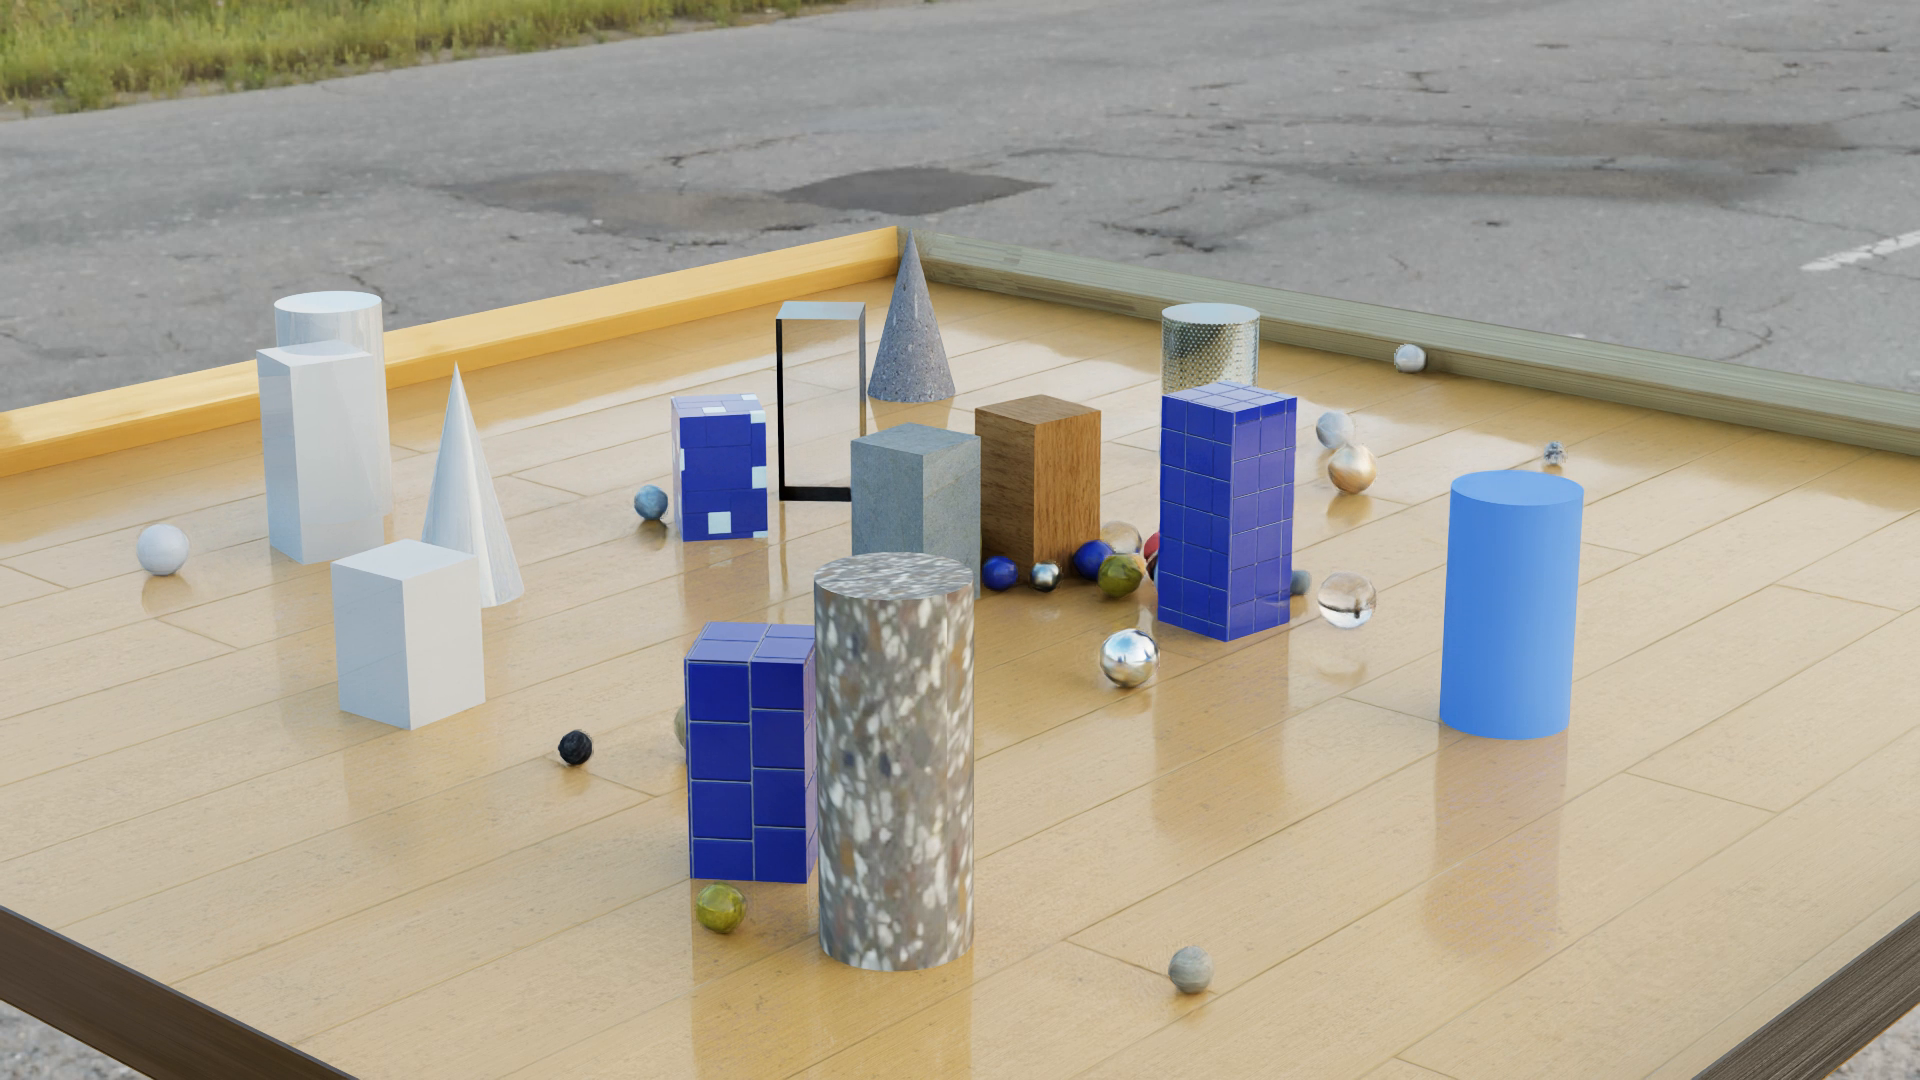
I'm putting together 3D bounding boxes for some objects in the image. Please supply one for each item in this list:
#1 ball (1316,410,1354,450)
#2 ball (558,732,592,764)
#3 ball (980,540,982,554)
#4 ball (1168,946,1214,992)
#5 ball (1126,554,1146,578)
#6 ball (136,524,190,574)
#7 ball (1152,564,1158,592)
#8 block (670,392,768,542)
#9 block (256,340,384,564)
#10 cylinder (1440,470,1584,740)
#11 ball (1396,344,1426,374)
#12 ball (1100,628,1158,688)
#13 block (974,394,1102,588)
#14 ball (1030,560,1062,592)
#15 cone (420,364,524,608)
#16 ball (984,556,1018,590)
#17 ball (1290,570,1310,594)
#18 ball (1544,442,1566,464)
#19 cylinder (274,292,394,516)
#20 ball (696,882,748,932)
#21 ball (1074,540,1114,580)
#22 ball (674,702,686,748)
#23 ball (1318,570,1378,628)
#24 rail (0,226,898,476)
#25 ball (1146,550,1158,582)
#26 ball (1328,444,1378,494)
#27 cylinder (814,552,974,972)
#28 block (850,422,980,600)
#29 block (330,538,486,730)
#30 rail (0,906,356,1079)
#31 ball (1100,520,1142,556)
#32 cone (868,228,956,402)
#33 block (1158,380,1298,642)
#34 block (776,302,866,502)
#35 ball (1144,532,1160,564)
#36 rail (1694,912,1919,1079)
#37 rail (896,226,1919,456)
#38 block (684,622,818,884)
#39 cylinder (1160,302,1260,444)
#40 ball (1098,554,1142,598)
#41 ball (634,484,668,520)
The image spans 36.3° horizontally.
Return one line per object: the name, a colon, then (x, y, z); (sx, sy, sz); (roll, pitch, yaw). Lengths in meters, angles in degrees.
ball: (0.778, -0.228, 6.073); (0.081, 0.081, 0.081); (0, 17, 0)
ball: (-0.570, 0.308, 4.344); (0.050, 0.050, 0.050); (0, 17, 0)
ball: (-0.010, 0.012, 5.243); (0.098, 0.098, 0.098); (0, 17, 0)
ball: (0.285, 0.528, 3.603); (0.057, 0.057, 0.057); (0, 17, 0)
ball: (0.300, 0.052, 5.182); (0.057, 0.057, 0.057); (0, 17, 0)
ball: (-1.425, 0.016, 5.240); (0.092, 0.092, 0.092); (0, 17, 0)
ball: (0.379, 0.065, 5.083); (0.089, 0.089, 0.089); (0, 17, 0)
block: (-0.452, -0.138, 5.498); (0.159, 0.238, 0.159); (-3, 17, -11)
block: (-1.167, -0.162, 5.355); (0.159, 0.368, 0.159); (-11, 20, -33)
cylinder: (0.843, 0.098, 4.489); (0.198, 0.370, 0.198); (0, 17, 0)
ball: (1.033, -0.414, 6.711); (0.067, 0.067, 0.067); (0, 17, 0)
ball: (0.269, 0.187, 4.670); (0.094, 0.094, 0.094); (0, 17, 0)
block: (0.138, -0.090, 5.238); (0.159, 0.297, 0.159); (-14, 22, -39)
ball: (0.150, 0.064, 5.146); (0.056, 0.056, 0.056); (0, 17, 0)
cone: (-0.865, -0.108, 5.091); (0.198, 0.417, 0.198); (0, 17, 0)
ball: (0.071, 0.058, 5.155); (0.061, 0.061, 0.061); (0, 17, 0)
ball: (0.592, 0.074, 5.131); (0.044, 0.044, 0.044); (0, 17, 0)
ball: (1.208, -0.176, 5.963); (0.044, 0.044, 0.044); (0, 17, 0)
cylinder: (-1.192, -0.253, 5.586); (0.198, 0.409, 0.198); (0, 17, 0)
ball: (-0.306, 0.473, 3.772); (0.065, 0.065, 0.065); (0, 17, 0)
ball: (0.239, 0.037, 5.208); (0.072, 0.072, 0.072); (0, 17, 0)
ball: (-0.381, 0.276, 4.378); (0.091, 0.091, 0.091); (0, 17, 0)
ball: (0.654, 0.100, 4.949); (0.099, 0.099, 0.099); (0, 17, 0)
rail: (-1.457, -0.333, 6.331); (0.045, 0.129, 3.988); (14, 22, 39)
ball: (0.362, 0.048, 5.183); (0.064, 0.064, 0.064); (0, 17, 0)
ball: (0.770, -0.140, 5.752); (0.096, 0.096, 0.096); (0, 17, 0)
cylinder: (-0.081, 0.277, 3.689); (0.198, 0.487, 0.198); (0, 17, 0)
block: (-0.076, -0.035, 5.064); (0.159, 0.291, 0.159); (13, 21, 36)
block: (-0.857, 0.145, 4.557); (0.159, 0.240, 0.159); (12, 21, 35)
rail: (-1.292, 0.461, 3.695); (3.908, 0.129, 0.045); (14, 22, 39)
ball: (0.286, 0.007, 5.284); (0.086, 0.086, 0.086); (0, 17, 0)
cone: (-0.108, -0.511, 6.497); (0.198, 0.376, 0.198); (0, 17, 0)
block: (0.449, -0.051, 4.939); (0.159, 0.395, 0.159); (-15, 22, -40)
block: (-0.269, -0.271, 5.727); (0.159, 0.362, 0.159); (1, 17, 3)
ball: (0.367, 0.021, 5.248); (0.078, 0.078, 0.078); (0, 17, 0)
rail: (1.457, 0.397, 3.908); (0.045, 0.129, 3.988); (14, 22, 39)
rail: (1.292, -0.397, 6.544); (3.908, 0.129, 0.045); (14, 22, 39)
block: (-0.275, 0.286, 3.966); (0.159, 0.312, 0.159); (2, 17, 6)
cylinder: (0.508, -0.316, 5.981); (0.198, 0.300, 0.198); (0, 17, 0)
ball: (0.278, 0.063, 5.112); (0.077, 0.077, 0.077); (0, 17, 0)
ball: (-0.588, -0.072, 5.578); (0.066, 0.066, 0.066); (0, 17, 0)
